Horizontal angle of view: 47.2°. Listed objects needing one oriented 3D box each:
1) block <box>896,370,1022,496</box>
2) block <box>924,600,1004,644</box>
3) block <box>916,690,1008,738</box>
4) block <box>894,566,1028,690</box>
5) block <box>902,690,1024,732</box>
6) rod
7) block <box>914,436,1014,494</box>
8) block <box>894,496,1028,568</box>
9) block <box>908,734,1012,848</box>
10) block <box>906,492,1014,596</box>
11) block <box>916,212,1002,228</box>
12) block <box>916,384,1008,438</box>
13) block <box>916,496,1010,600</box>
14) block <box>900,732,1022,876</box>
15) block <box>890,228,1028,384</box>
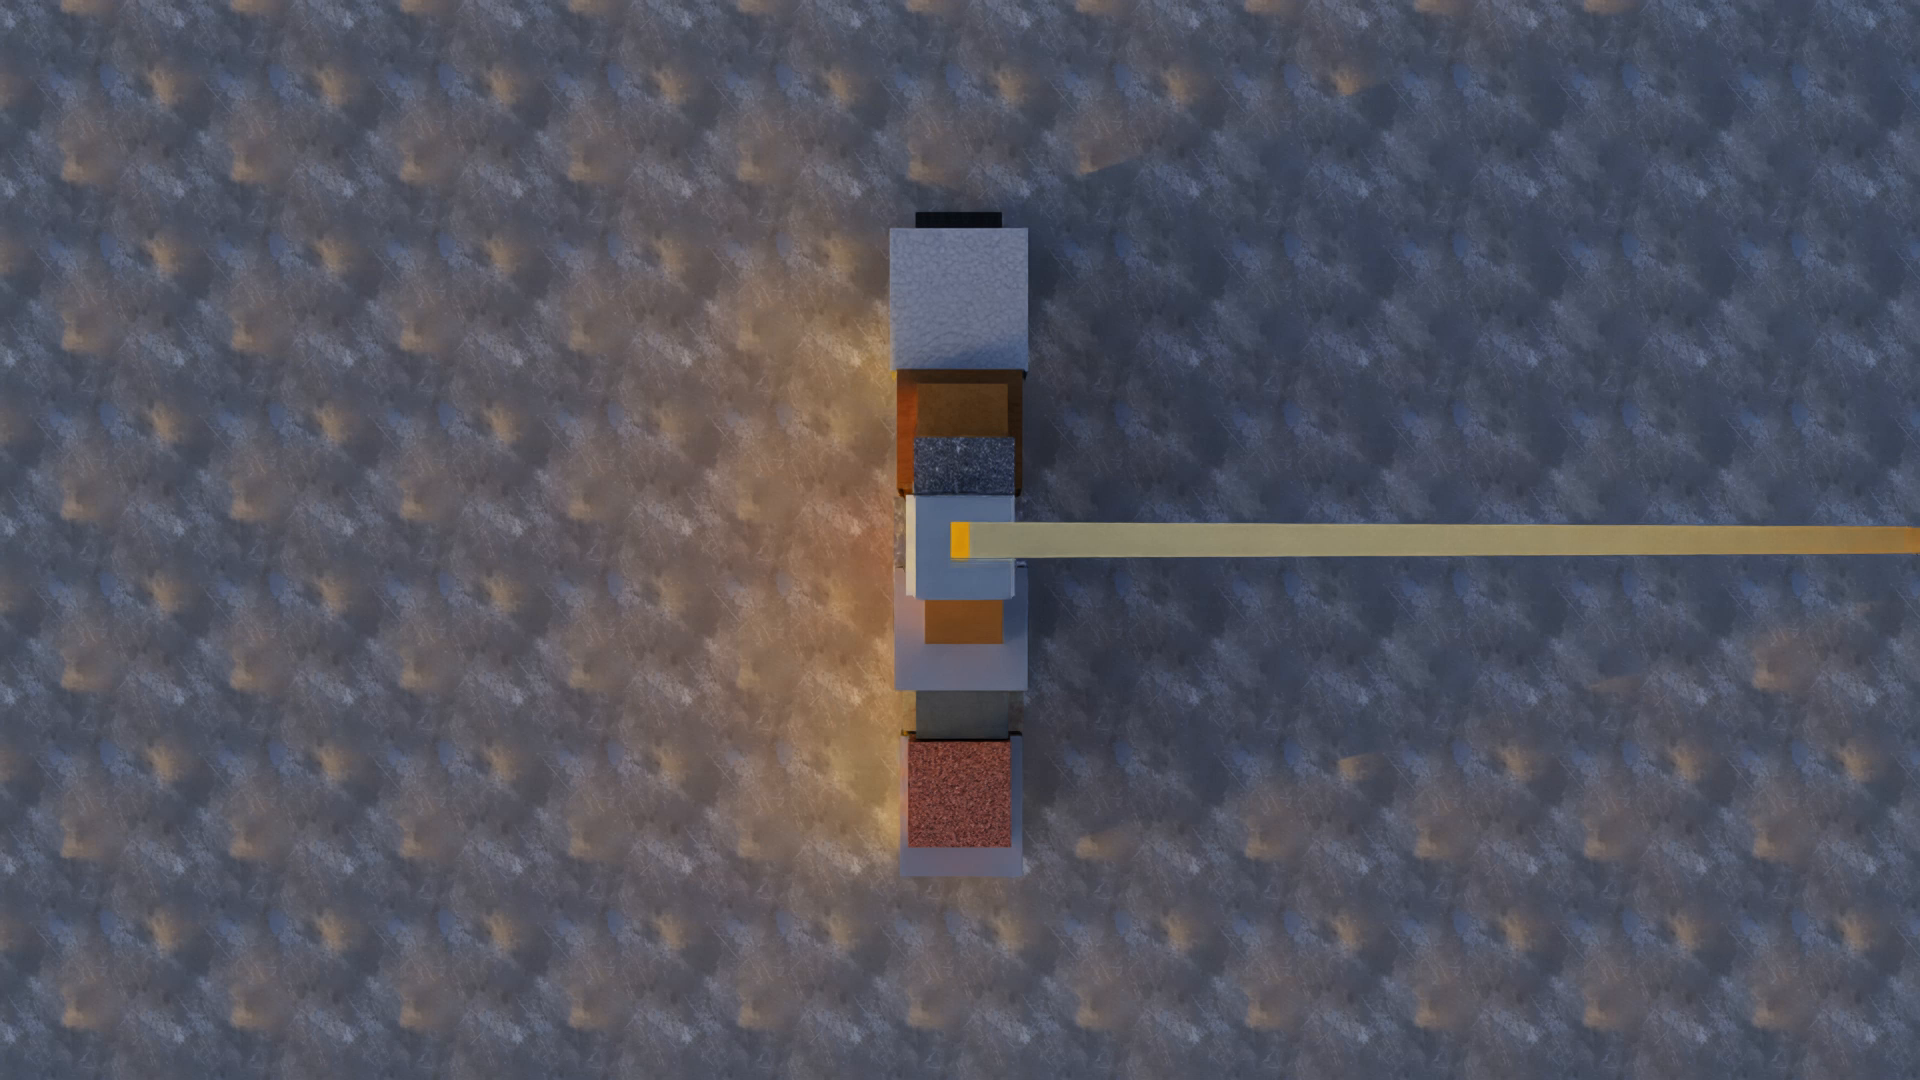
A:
[{"bbox_3d":[-0.002,-0.569,11.949,0.660,0.742,0.629,0,88,0],"label":"block"},{"bbox_3d":[0.019,0.293,10.768,0.375,0.457,0.410,0,90,0],"label":"block"},{"bbox_3d":[0.012,0.790,12.139,0.497,0.567,0.562,0,90,0],"label":"block"},{"bbox_3d":[0.006,0.445,11.298,0.665,0.601,0.614,0,90,0],"label":"block"},{"bbox_3d":[0.017,0.749,12.711,0.681,0.578,0.663,0,90,0],"label":"block"},{"bbox_3d":[2.234,0.000,6.274,5.200,0.080,0.080,0,90,-31],"label":"rod"},{"bbox_3d":[0.020,-0.214,10.792,0.485,0.534,0.576,0,92,0],"label":"block"},{"bbox_3d":[0.005,0.135,11.952,0.711,0.709,0.729,0,90,0],"label":"block"},{"bbox_3d":[-0.002,1.361,11.984,0.550,0.480,0.560,0,90,0],"label":"block"},{"bbox_3d":[0.002,0.014,10.267,0.494,0.531,0.460,0,92,0],"label":"block"},{"bbox_3d":[-0.007,-1.591,12.771,0.494,0.458,0.557,0,90,0],"label":"block"},{"bbox_3d":[0.012,-0.553,11.371,0.460,0.413,0.465,0,88,0],"label":"block"},{"bbox_3d":[0.014,0.030,9.791,0.415,0.420,0.449,0,92,0],"label":"block"},{"bbox_3d":[0.007,1.480,12.612,0.681,0.776,0.779,0,90,0],"label":"block"},{"bbox_3d":[-0.005,-1.268,12.009,0.734,0.657,0.763,0,89,0],"label":"block"}]
